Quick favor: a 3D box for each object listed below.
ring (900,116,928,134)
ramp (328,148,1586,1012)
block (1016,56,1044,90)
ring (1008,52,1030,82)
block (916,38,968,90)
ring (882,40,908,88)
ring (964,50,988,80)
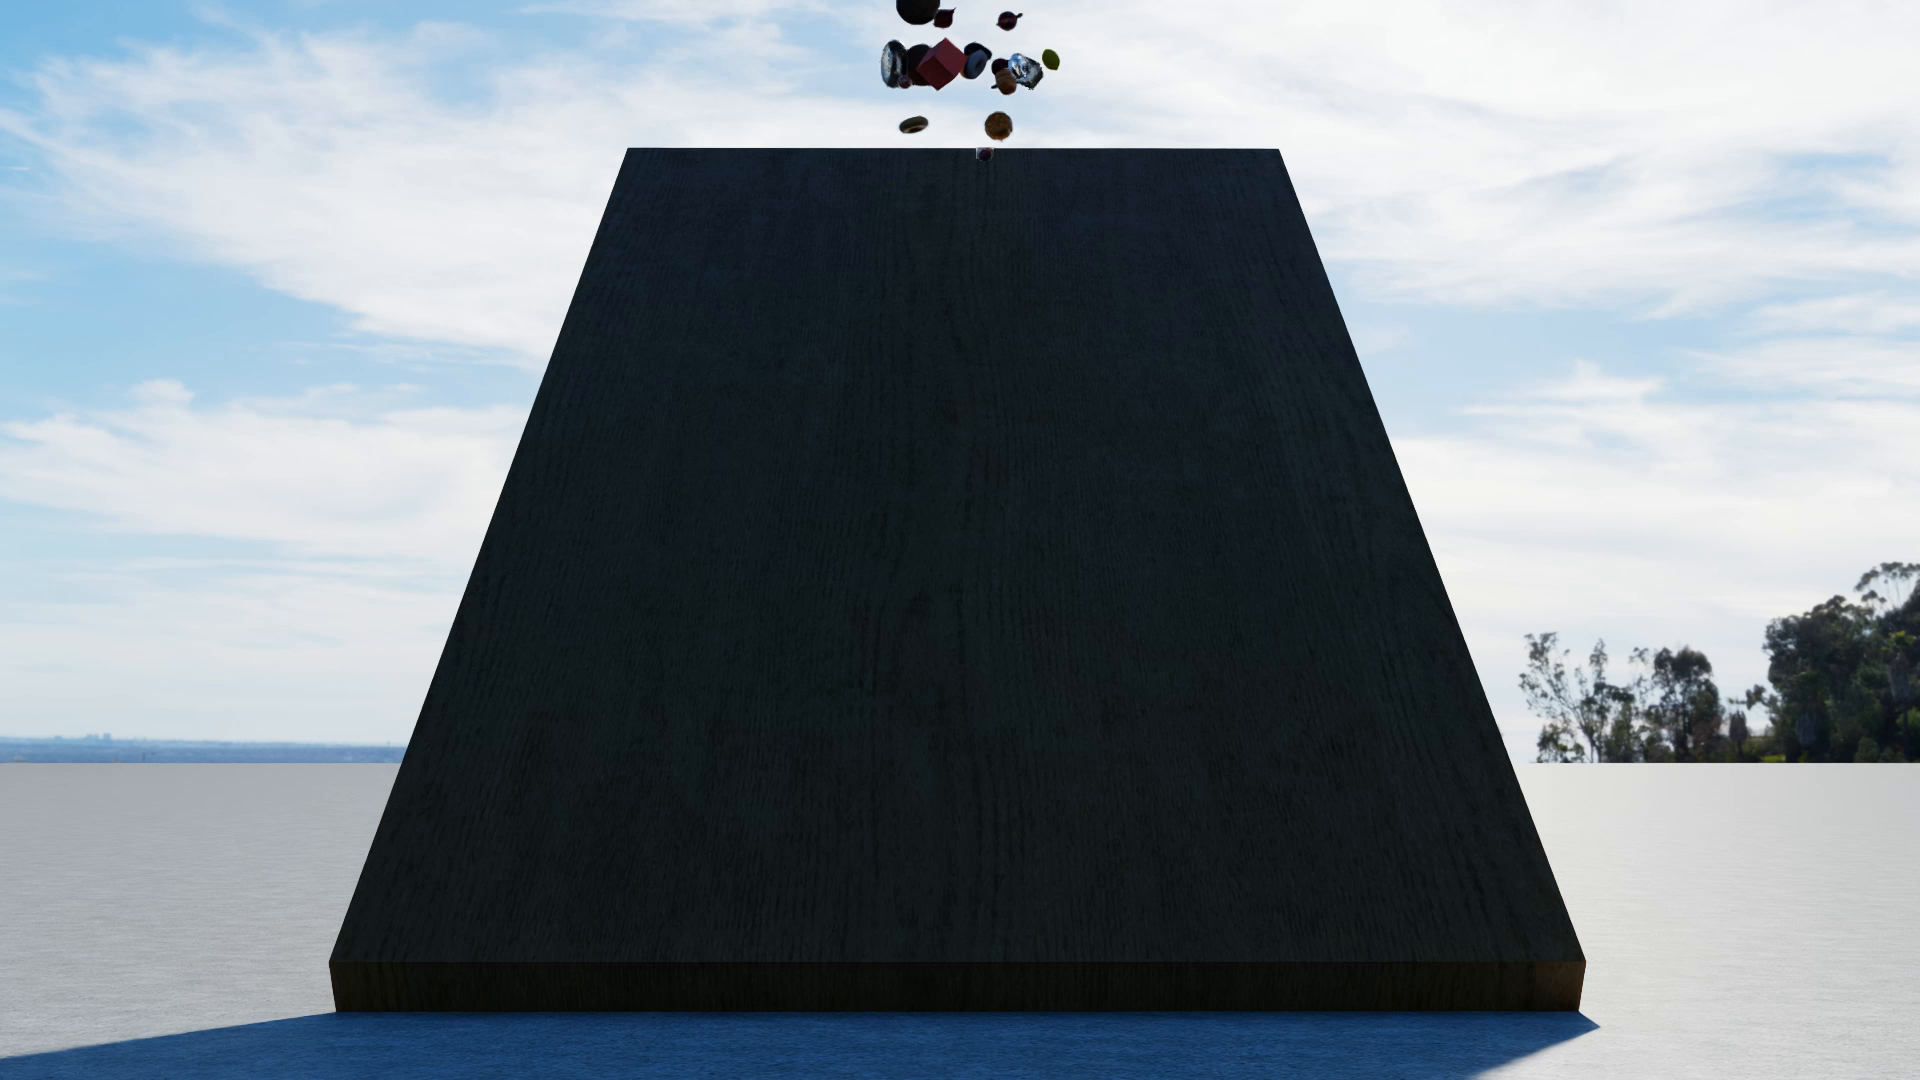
[{"bbox_3d":[-0.140,-1.259,7.237,0.094,0.031,0.094,-14,-6,-2],"label":"ring"},{"bbox_3d":[-0.011,-0.223,5.581,2.000,0.100,4.000,0,28,0],"label":"ramp"},{"bbox_3d":[0.204,-1.392,7.110,0.060,0.060,0.060,32,-17,29],"label":"block"},{"bbox_3d":[0.175,-1.385,6.990,0.029,0.087,0.087,-10,-10,38],"label":"ring"},{"bbox_3d":[-0.054,-1.424,7.139,0.094,0.094,0.094,42,-37,-18],"label":"block"},{"bbox_3d":[-0.201,-1.455,7.294,0.049,0.147,0.147,-2,-4,-22],"label":"ring"},{"bbox_3d":[0.047,-1.428,7.170,0.031,0.094,0.094,35,8,20],"label":"ring"}]
